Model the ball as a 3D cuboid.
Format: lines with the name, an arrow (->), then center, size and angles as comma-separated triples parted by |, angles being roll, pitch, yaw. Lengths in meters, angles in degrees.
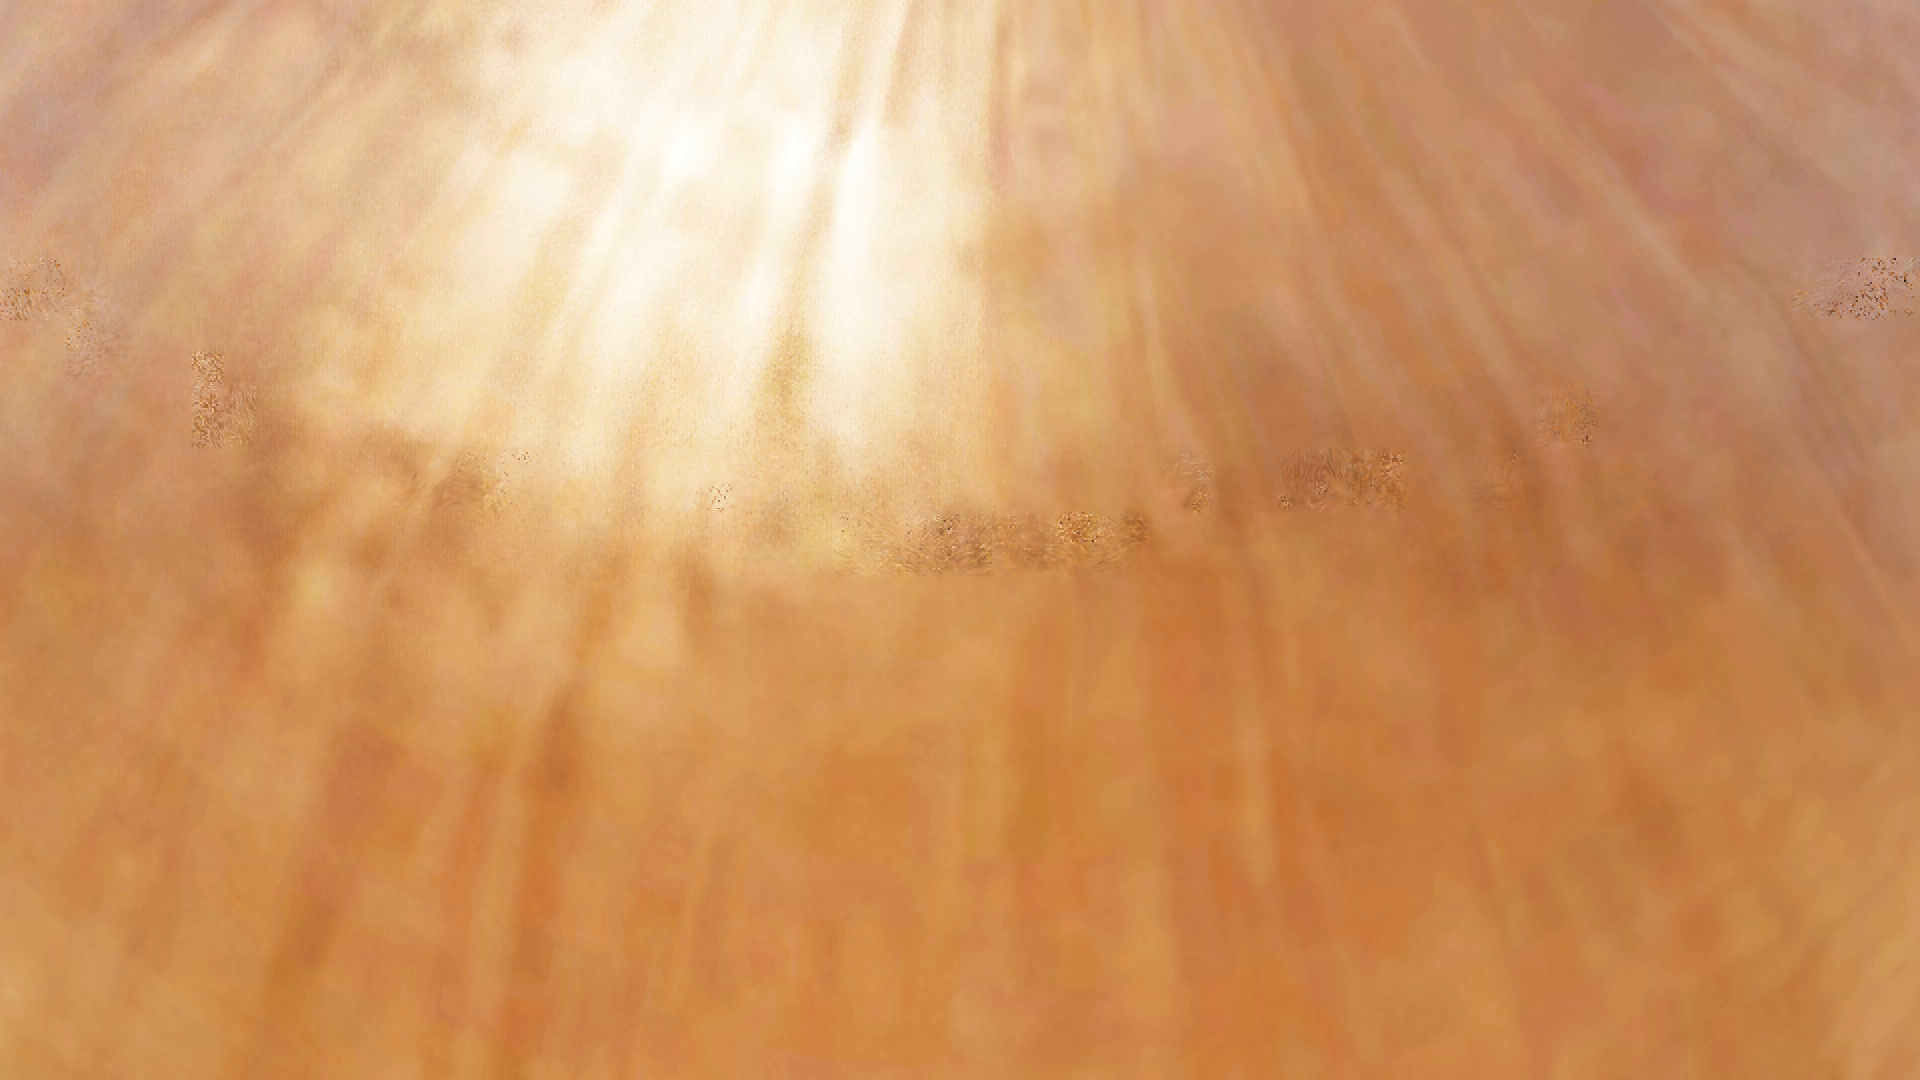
ball -> 0.000, -0.002, 0.056 | 0.080, 0.080, 0.080 | 0, 4, 0
